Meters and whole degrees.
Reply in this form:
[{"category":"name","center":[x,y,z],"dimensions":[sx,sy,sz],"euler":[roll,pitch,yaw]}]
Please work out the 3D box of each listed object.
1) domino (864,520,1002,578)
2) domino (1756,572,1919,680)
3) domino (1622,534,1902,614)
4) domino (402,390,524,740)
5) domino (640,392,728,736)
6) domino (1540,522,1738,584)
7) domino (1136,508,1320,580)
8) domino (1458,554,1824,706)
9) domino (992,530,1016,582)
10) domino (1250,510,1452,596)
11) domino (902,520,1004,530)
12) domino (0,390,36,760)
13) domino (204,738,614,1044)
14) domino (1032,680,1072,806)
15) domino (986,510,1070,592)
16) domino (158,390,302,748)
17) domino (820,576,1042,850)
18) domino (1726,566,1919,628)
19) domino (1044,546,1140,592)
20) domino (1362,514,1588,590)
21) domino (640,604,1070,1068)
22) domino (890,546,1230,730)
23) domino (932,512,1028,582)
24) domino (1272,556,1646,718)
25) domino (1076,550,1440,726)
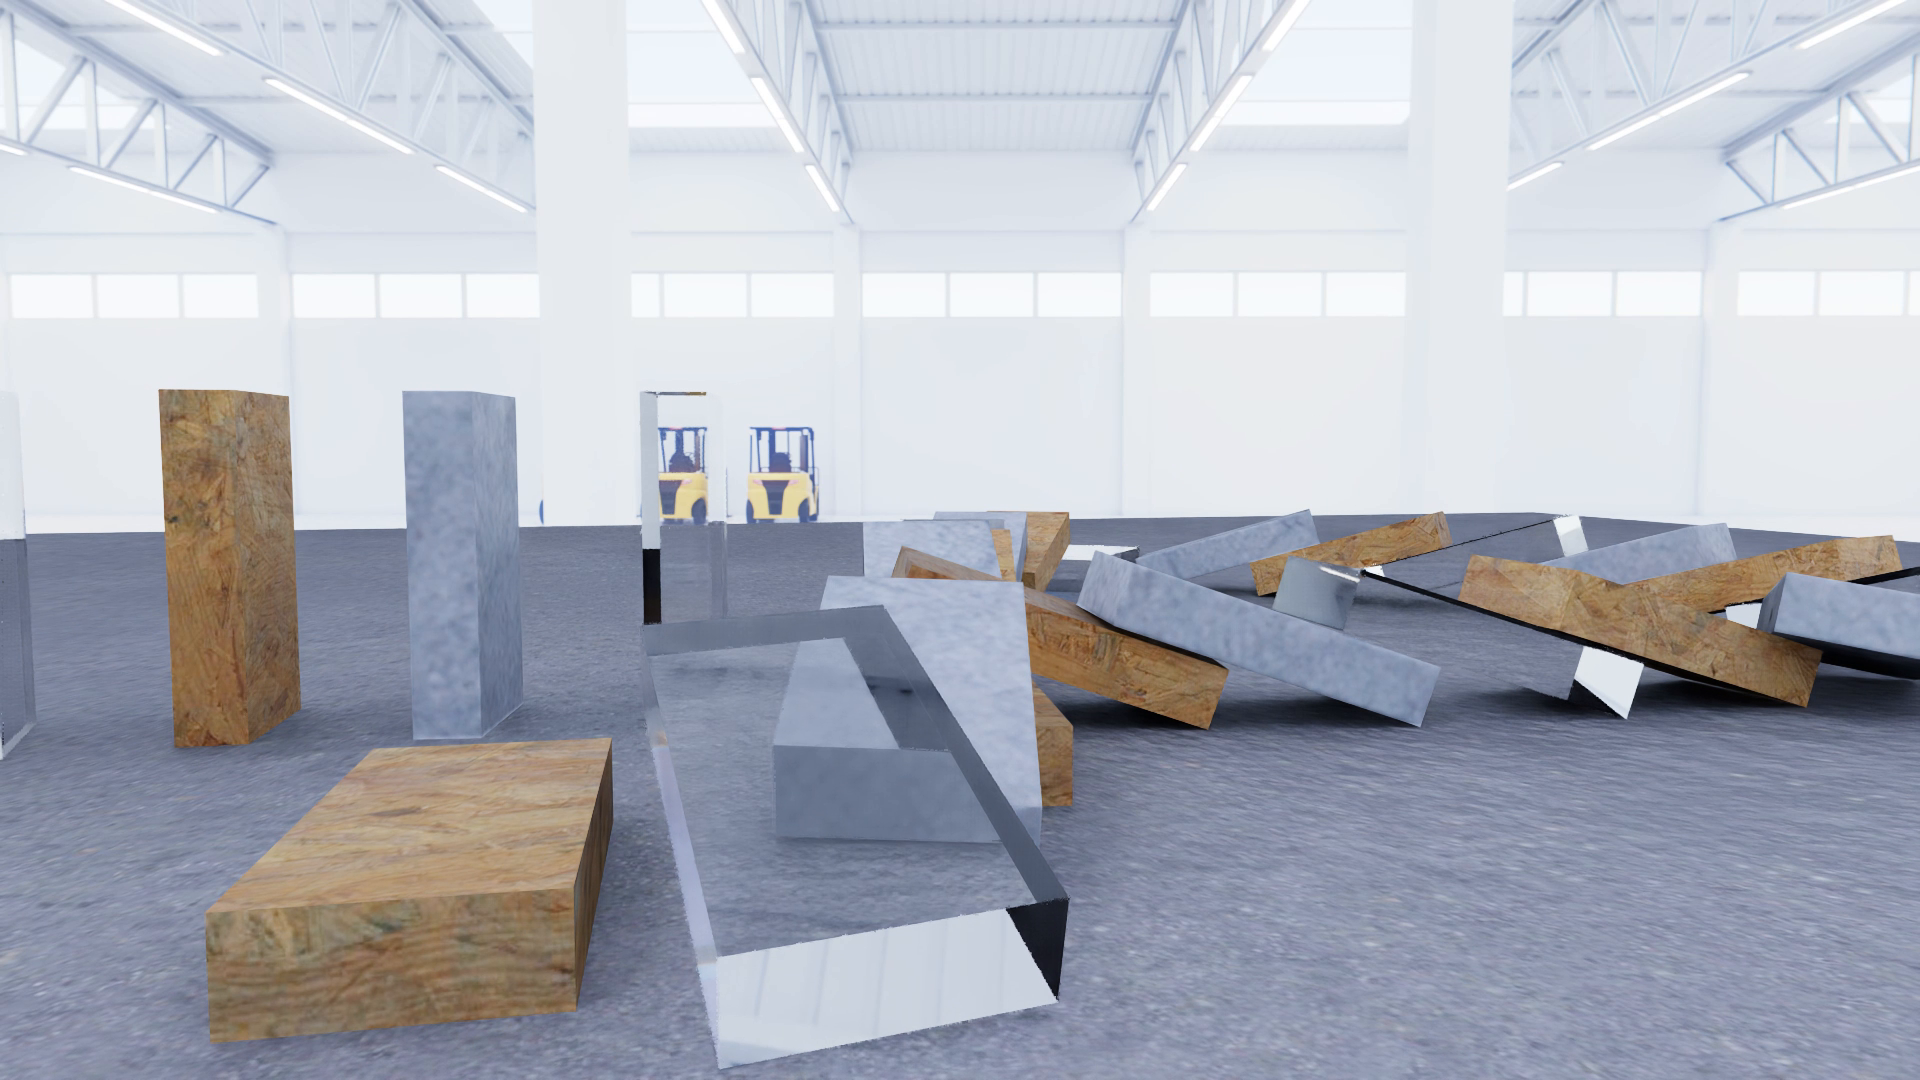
[{"category":"domino","center":[-0.005,0.011,0.234],"dimensions":[0.025,0.009,0.050],"euler":[0,26,-5]},{"category":"domino","center":[0.150,0.015,0.215],"dimensions":[0.025,0.009,0.050],"euler":[13,-1,29]},{"category":"domino","center":[0.172,0.010,0.281],"dimensions":[0.025,0.009,0.050],"euler":[-3,-12,-32]},{"category":"domino","center":[-0.075,0.003,0.196],"dimensions":[0.009,0.050,0.025],"euler":[0,4,-5]},{"category":"domino","center":[-0.042,0.003,0.198],"dimensions":[0.009,0.050,0.025],"euler":[0,4,-4]},{"category":"domino","center":[0.156,0.007,0.310],"dimensions":[0.025,0.009,0.050],"euler":[-4,-12,-43]},{"category":"domino","center":[0.078,0.003,0.371],"dimensions":[0.050,0.009,0.025],"euler":[-16,-1,15]},{"category":"domino","center":[0.112,0.015,0.213],"dimensions":[0.050,0.009,0.025],"euler":[16,1,-16]},{"category":"domino","center":[-0.001,0.011,0.262],"dimensions":[0.025,0.009,0.050],"euler":[0,21,0]},{"category":"domino","center":[0.109,0.004,0.357],"dimensions":[0.050,0.010,0.025],"euler":[-17,-5,27]},{"category":"domino","center":[-0.002,0.008,0.295],"dimensions":[0.025,0.009,0.050],"euler":[0,22,0]},{"category":"domino","center":[-0.139,0.004,0.180],"dimensions":[0.009,0.050,0.025],"euler":[-2,5,-27]},{"category":"domino","center":[-0.046,0.029,0.118],"dimensions":[0.025,0.009,0.050],"euler":[-1,4,-12]},{"category":"domino","center":[-0.002,0.025,0.174],"dimensions":[0.025,0.009,0.050],"euler":[0,4,-6]},{"category":"domino","center":[0.014,0.004,0.360],"dimensions":[0.025,0.010,0.050],"euler":[1,20,15]},{"category":"domino","center":[-0.108,0.003,0.191],"dimensions":[0.009,0.050,0.025],"euler":[-1,4,-12]},{"category":"domino","center":[-0.005,0.019,0.143],"dimensions":[0.025,0.009,0.050],"euler":[2,23,0]},{"category":"domino","center":[0.179,0.012,0.246],"dimensions":[0.025,0.009,0.050],"euler":[-2,-12,-20]},{"category":"domino","center":[0.036,0.008,0.393],"dimensions":[0.025,0.009,0.050],"euler":[2,5,23]},{"category":"domino","center":[0.134,0.005,0.336],"dimensions":[0.050,0.010,0.025],"euler":[-19,-8,37]},{"category":"domino","center":[-0.012,0.021,0.111],"dimensions":[0.025,0.009,0.050],"euler":[-4,23,-19]},{"category":"domino","center":[0.014,0.015,0.200],"dimensions":[0.050,0.009,0.025],"euler":[19,4,-8]},{"category":"domino","center":[0.003,0.006,0.328],"dimensions":[0.025,0.009,0.050],"euler":[0,22,7]},{"category":"domino","center":[0.079,0.015,0.206],"dimensions":[0.050,0.009,0.025],"euler":[17,1,-11]},{"category":"domino","center":[0.046,0.015,0.202],"dimensions":[0.050,0.009,0.025],"euler":[18,2,-9]}]
